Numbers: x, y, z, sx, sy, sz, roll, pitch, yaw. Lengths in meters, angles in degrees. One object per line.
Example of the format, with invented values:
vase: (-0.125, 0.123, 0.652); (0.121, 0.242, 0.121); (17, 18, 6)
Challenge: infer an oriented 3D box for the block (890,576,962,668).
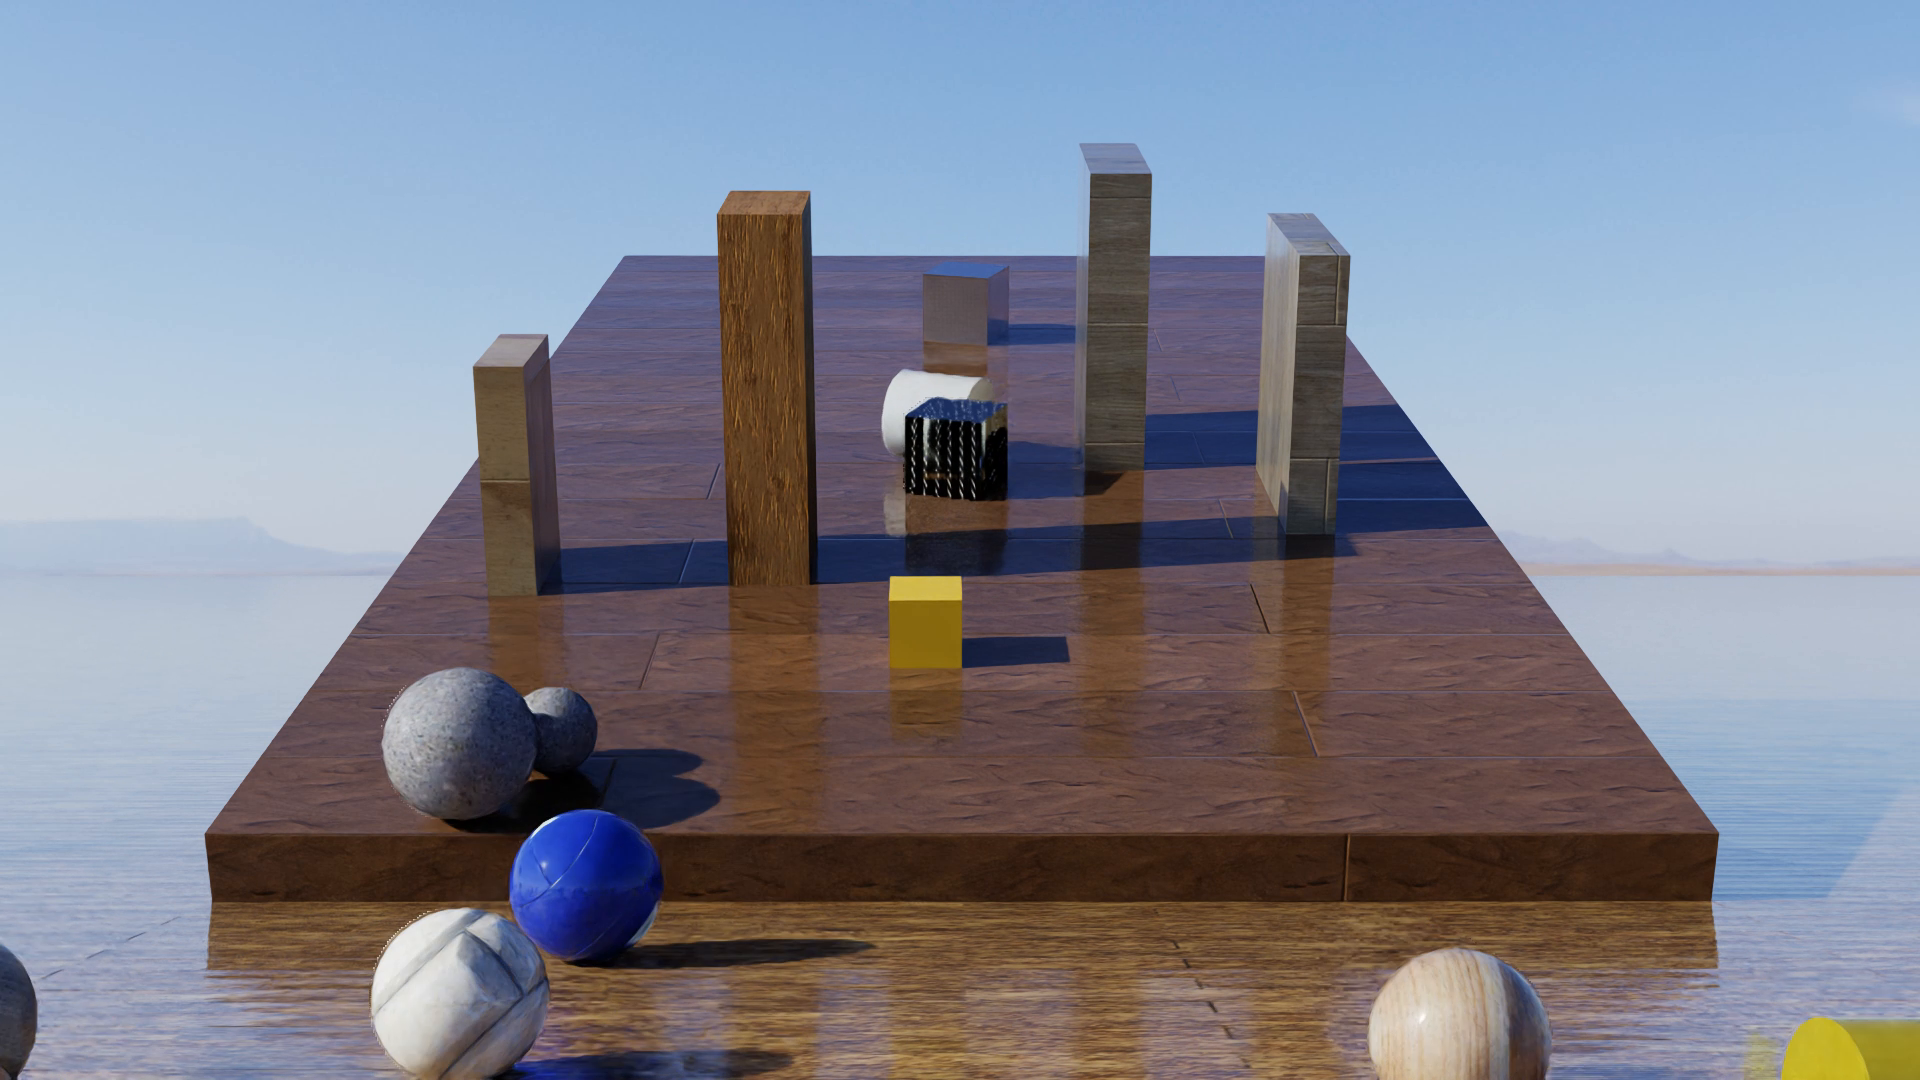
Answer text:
block: (-0.054, 0.130, 3.557); (0.114, 0.114, 0.114); (0, 18, -1)

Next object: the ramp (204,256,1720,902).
ramp: (-0.004, -0.188, 4.872); (2.000, 0.100, 4.000); (0, 18, 0)

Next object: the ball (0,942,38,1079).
ball: (-0.822, 0.386, 1.786); (0.161, 0.161, 0.161); (0, -1, 0)

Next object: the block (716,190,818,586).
block: (-0.332, -0.267, 3.910); (0.141, 0.648, 0.240); (0, 18, 0)

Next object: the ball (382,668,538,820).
ball: (-0.665, 0.271, 2.981); (0.203, 0.203, 0.203); (0, -1, 0)

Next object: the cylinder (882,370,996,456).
cylinder: (-0.041, -0.253, 4.624); (0.179, 0.179, 0.179); (8, 3, 23)

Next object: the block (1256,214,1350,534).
block: (0.653, -0.328, 4.299); (0.091, 0.525, 0.438); (0, 18, 0)

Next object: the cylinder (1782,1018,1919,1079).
cylinder: (0.662, 0.397, 1.552); (0.130, 0.130, 0.130); (2, -1, -8)

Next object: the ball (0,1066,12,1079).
ball: (-0.621, 0.371, 1.286); (0.178, 0.178, 0.178); (0, -1, 0)

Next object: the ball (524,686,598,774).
ball: (-0.568, 0.266, 3.128); (0.122, 0.122, 0.122); (0, -1, 0)

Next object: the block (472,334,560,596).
block: (-0.768, -0.134, 3.895); (0.084, 0.404, 0.243); (0, 18, 0)

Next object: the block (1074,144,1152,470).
block: (0.315, -0.494, 4.674); (0.122, 0.606, 0.412); (0, 18, 0)

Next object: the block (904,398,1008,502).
block: (-0.007, -0.182, 4.438); (0.158, 0.158, 0.158); (7, 19, 19)

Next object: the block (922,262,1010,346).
block: (0.016, -0.603, 5.701); (0.172, 0.172, 0.172); (6, 19, 18)

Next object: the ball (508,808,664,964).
ball: (-0.422, 0.391, 2.532); (0.173, 0.173, 0.173); (0, -1, 0)

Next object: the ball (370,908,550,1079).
ball: (-0.430, 0.393, 1.929); (0.151, 0.151, 0.151); (0, -1, 0)

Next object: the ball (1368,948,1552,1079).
ball: (0.395, 0.396, 1.775); (0.142, 0.142, 0.142); (0, -1, 0)
